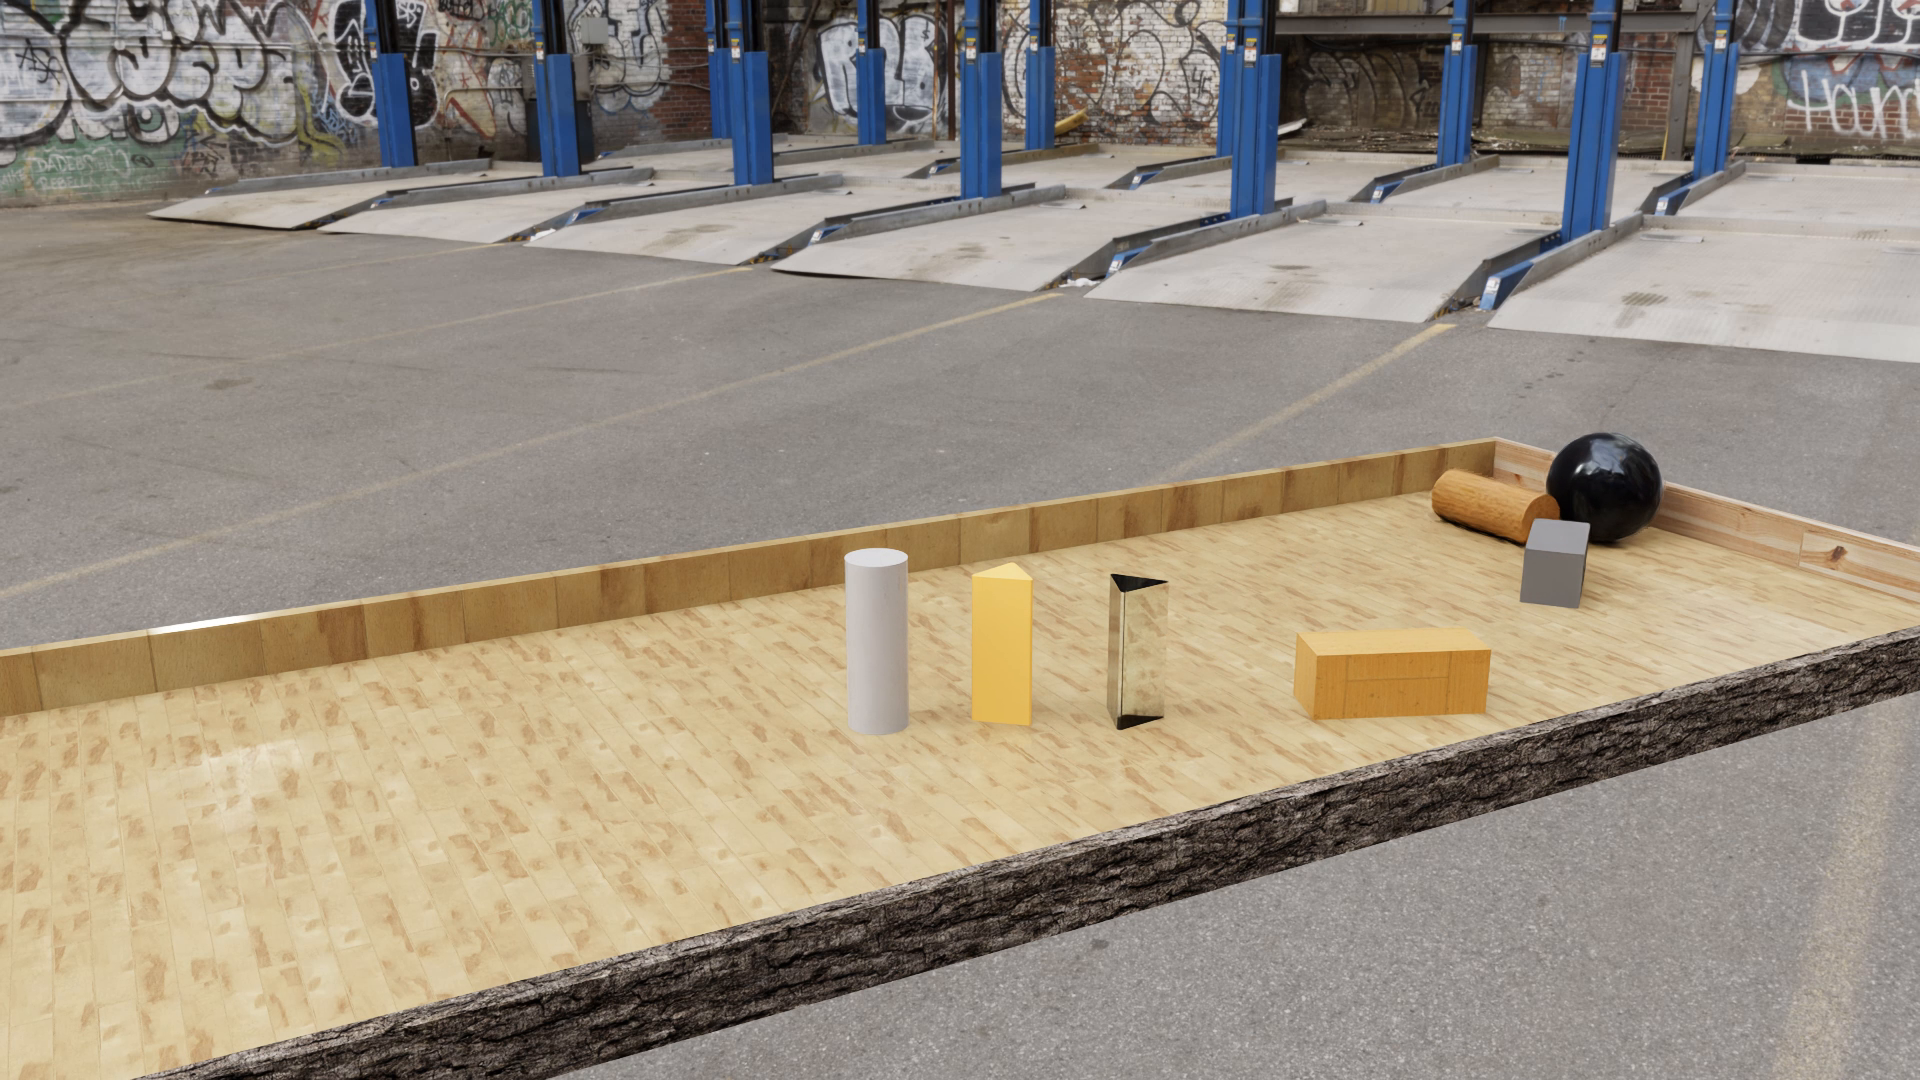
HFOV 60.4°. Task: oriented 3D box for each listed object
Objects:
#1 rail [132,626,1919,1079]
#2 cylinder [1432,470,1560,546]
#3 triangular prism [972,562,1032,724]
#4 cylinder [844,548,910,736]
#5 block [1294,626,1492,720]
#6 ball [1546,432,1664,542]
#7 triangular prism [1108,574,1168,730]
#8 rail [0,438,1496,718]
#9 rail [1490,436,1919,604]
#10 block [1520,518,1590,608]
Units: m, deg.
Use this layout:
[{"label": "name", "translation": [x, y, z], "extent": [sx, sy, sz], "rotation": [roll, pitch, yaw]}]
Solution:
[{"label": "rail", "translation": [-2.336, 1.006, 1.665], "extent": [12.000, 0.150, 0.050], "rotation": [-9, 18, -27]}, {"label": "cylinder", "translation": [1.752, -0.107, 5.410], "extent": [0.172, 0.172, 0.392], "rotation": [-9, 19, -28]}, {"label": "triangular prism", "translation": [0.111, 0.242, 3.897], "extent": [0.141, 0.358, 0.122], "rotation": [4, 17, 13]}, {"label": "cylinder", "translation": [-0.192, 0.235, 3.830], "extent": [0.145, 0.408, 0.145], "rotation": [0, 16, 0]}, {"label": "block", "translation": [1.038, 0.320, 3.980], "extent": [0.422, 0.162, 0.162], "rotation": [-2, 16, -5]}, {"label": "ball", "translation": [2.074, -0.172, 5.314], "extent": [0.353, 0.353, 0.353], "rotation": [0, 16, 0]}, {"label": "triangular prism", "translation": [0.392, 0.256, 3.885], "extent": [0.141, 0.338, 0.123], "rotation": [-11, 20, -33]}, {"label": "rail", "translation": [-3.305, 0.497, 3.399], "extent": [12.000, 0.150, 0.050], "rotation": [-9, 18, -27]}, {"label": "rail", "translation": [2.466, -0.048, 5.253], "extent": [0.050, 0.150, 2.100], "rotation": [-9, 18, -27]}, {"label": "block", "translation": [1.753, 0.064, 4.853], "extent": [0.160, 0.160, 0.356], "rotation": [7, 18, 22]}]
